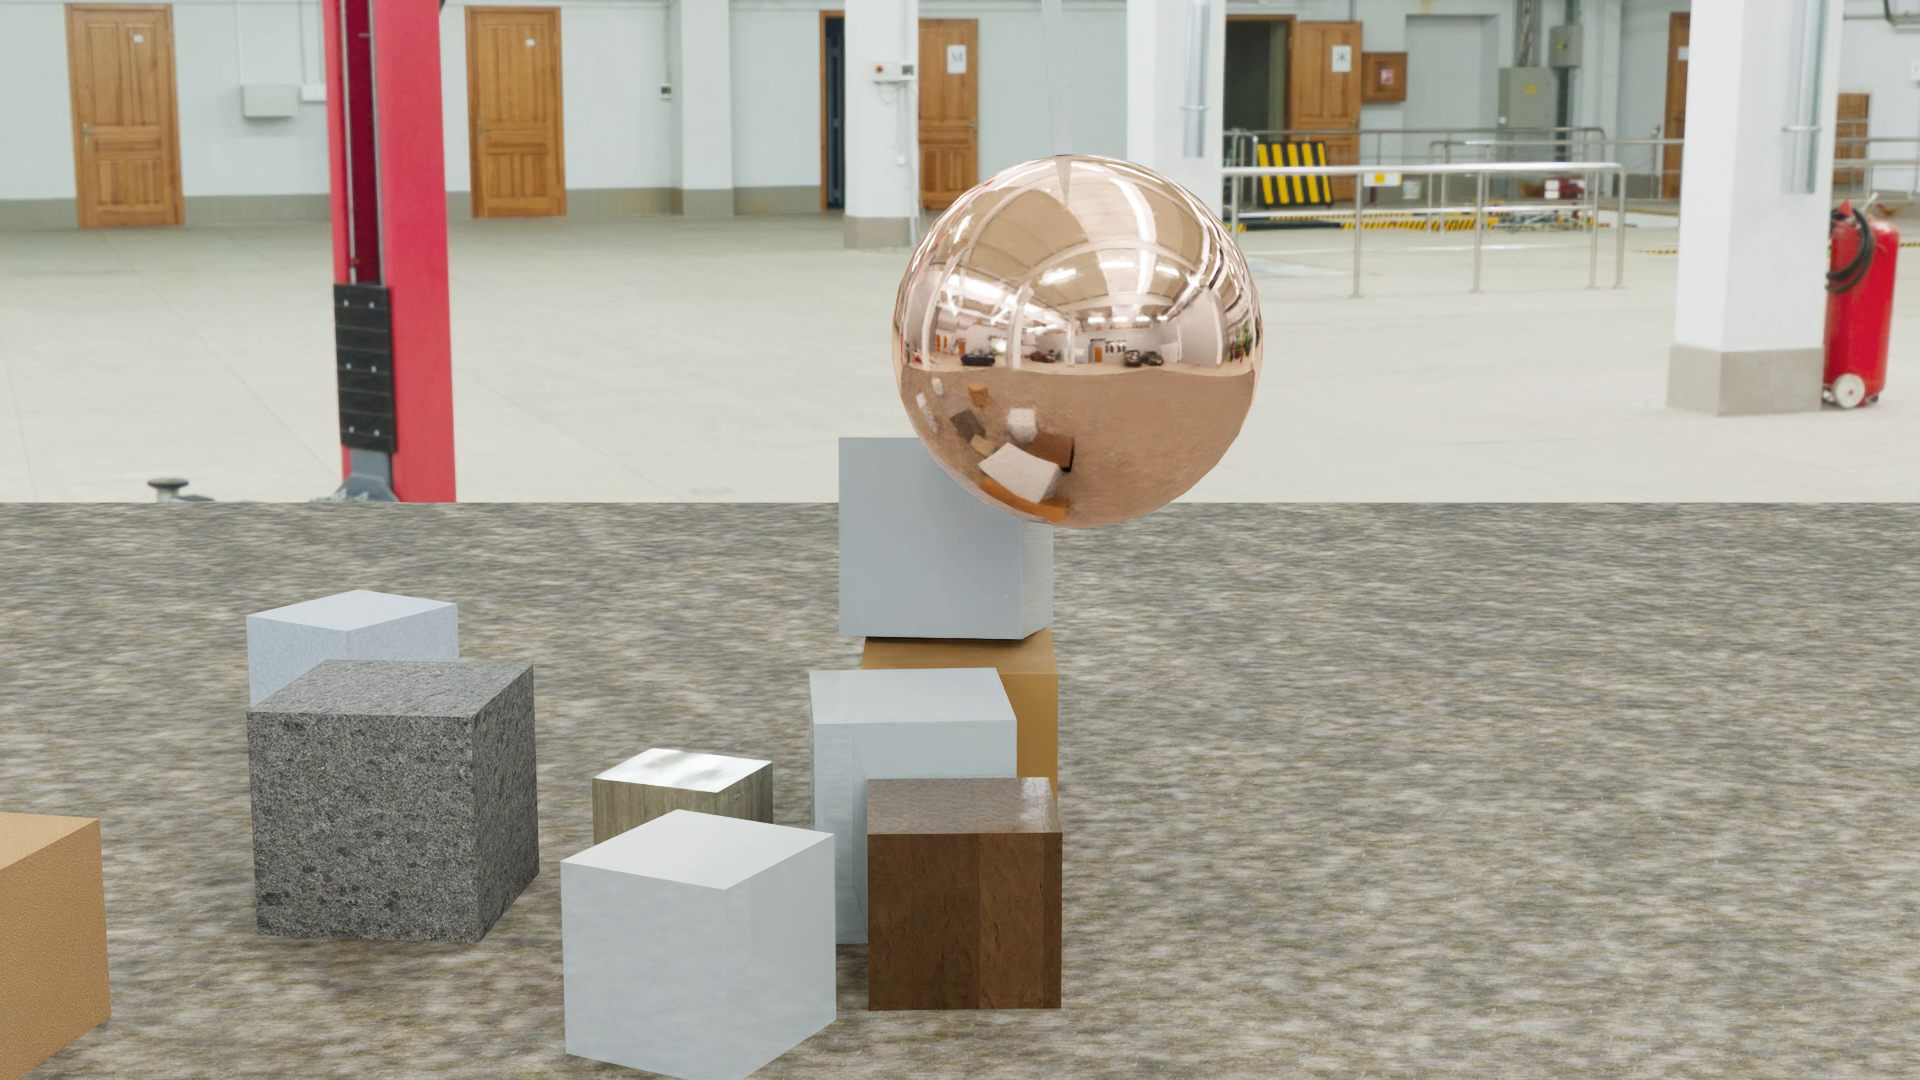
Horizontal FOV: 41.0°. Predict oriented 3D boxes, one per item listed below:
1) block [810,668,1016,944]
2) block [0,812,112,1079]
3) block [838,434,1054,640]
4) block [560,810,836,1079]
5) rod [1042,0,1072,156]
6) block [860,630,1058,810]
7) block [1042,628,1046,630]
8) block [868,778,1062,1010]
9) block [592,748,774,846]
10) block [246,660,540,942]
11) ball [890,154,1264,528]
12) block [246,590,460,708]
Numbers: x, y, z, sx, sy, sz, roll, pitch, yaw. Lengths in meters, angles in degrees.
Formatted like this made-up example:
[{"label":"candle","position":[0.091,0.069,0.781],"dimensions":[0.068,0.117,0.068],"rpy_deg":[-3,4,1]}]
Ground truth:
[{"label":"block","position":[-0.215,1.107,10.882],"dimensions":[0.820,0.928,0.934],"rpy_deg":[-1,10,-4]},{"label":"block","position":[-3.665,1.471,9.315],"dimensions":[0.772,0.773,0.793],"rpy_deg":[2,11,12]},{"label":"block","position":[-0.053,-0.035,12.215],"dimensions":[0.862,0.921,0.837],"rpy_deg":[1,3,12]},{"label":"block","position":[-0.948,1.477,9.413],"dimensions":[0.699,0.726,0.746],"rpy_deg":[5,12,27]},{"label":"rod","position":[0.218,-4.185,10.419],"dimensions":[0.080,5.200,0.080],"rpy_deg":[-5,10,1]},{"label":"block","position":[-0.006,0.951,11.828],"dimensions":[0.873,0.897,0.918],"rpy_deg":[0,10,0]},{"label":"block","position":[0.007,0.830,12.676],"dimensions":[0.826,0.831,0.785],"rpy_deg":[0,10,0]},{"label":"block","position":[0.006,1.374,10.064],"dimensions":[0.733,0.695,0.766],"rpy_deg":[0,10,-2]},{"label":"block","position":[-1.175,1.266,10.941],"dimensions":[0.588,0.594,0.516],"rpy_deg":[4,11,22]},{"label":"block","position":[-2.386,1.088,10.925],"dimensions":[0.936,0.950,0.951],"rpy_deg":[1,10,6]},{"label":"ball","position":[0.503,-0.852,11.025],"dimensions":[1.600,1.600,1.600],"rpy_deg":[0,10,0]},{"label":"block","position":[-3.110,0.749,13.213],"dimensions":[0.703,0.799,0.786],"rpy_deg":[6,12,31]}]
